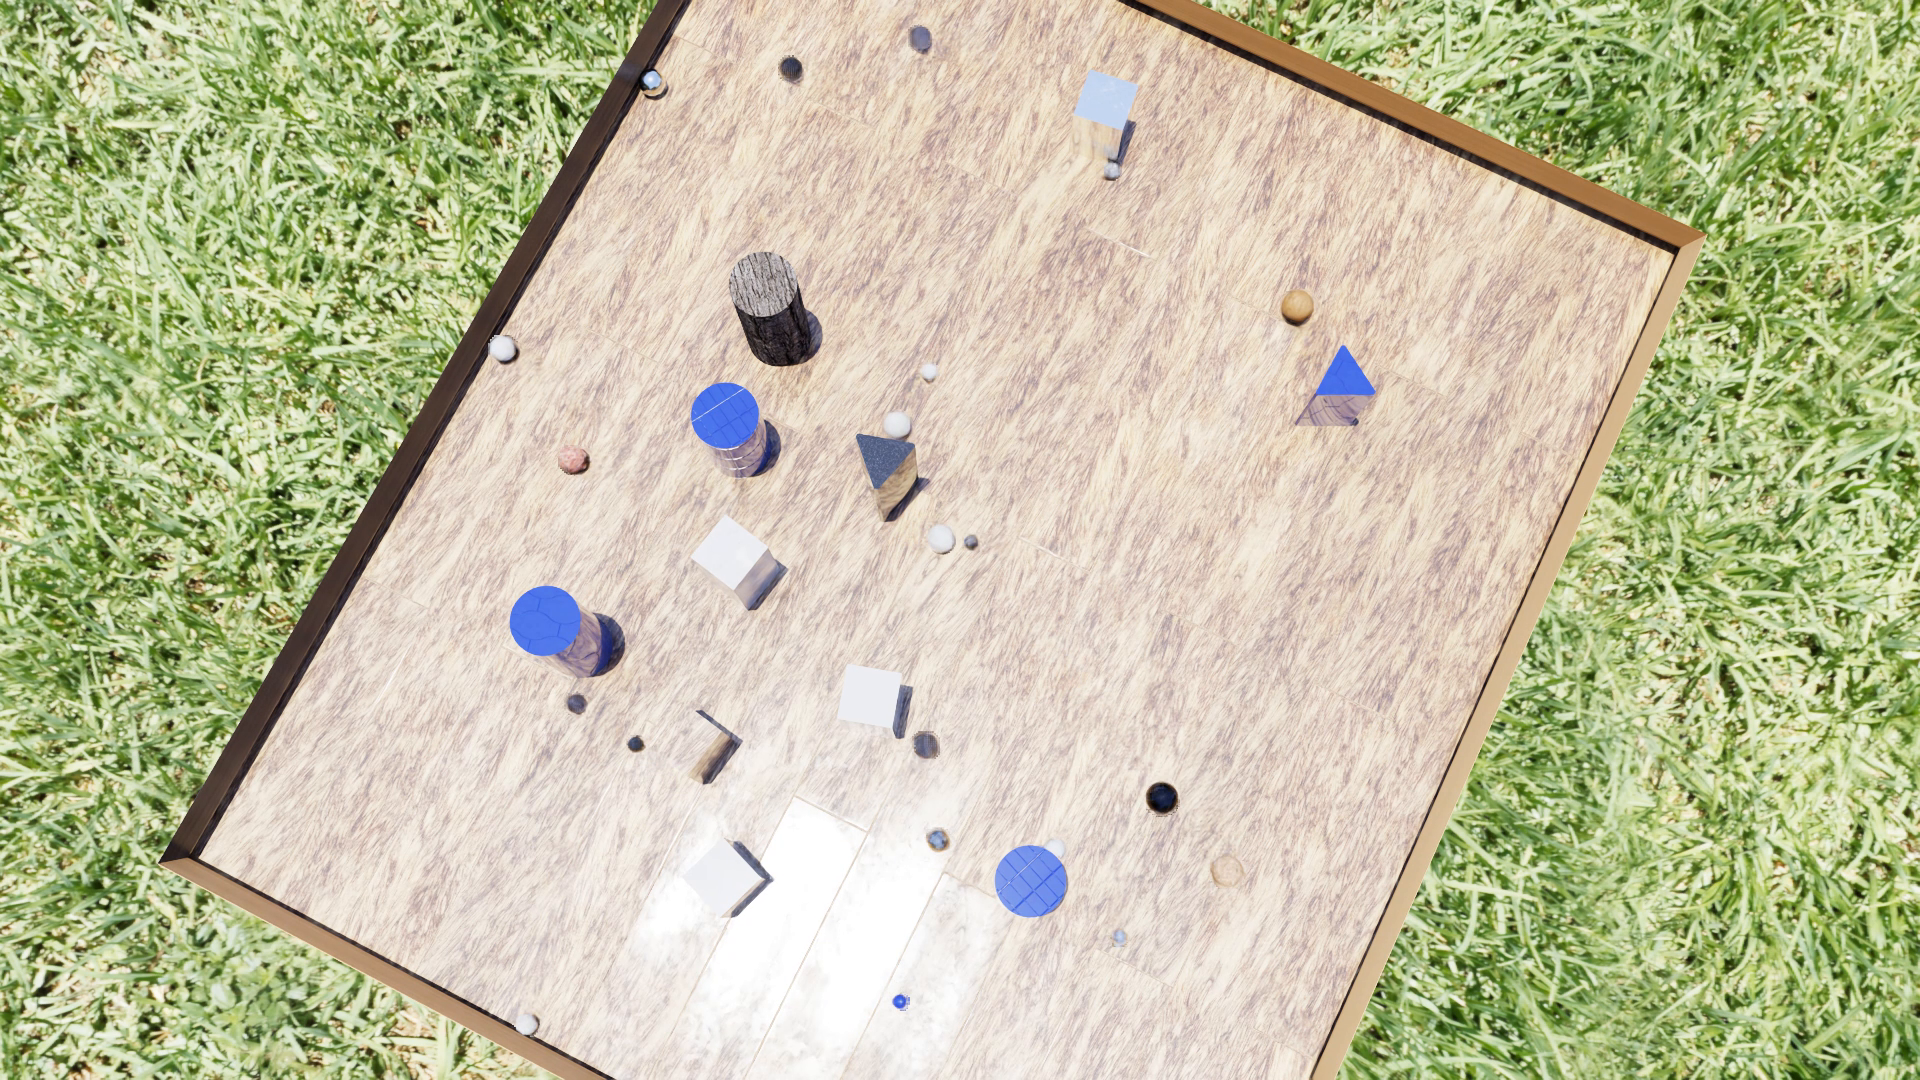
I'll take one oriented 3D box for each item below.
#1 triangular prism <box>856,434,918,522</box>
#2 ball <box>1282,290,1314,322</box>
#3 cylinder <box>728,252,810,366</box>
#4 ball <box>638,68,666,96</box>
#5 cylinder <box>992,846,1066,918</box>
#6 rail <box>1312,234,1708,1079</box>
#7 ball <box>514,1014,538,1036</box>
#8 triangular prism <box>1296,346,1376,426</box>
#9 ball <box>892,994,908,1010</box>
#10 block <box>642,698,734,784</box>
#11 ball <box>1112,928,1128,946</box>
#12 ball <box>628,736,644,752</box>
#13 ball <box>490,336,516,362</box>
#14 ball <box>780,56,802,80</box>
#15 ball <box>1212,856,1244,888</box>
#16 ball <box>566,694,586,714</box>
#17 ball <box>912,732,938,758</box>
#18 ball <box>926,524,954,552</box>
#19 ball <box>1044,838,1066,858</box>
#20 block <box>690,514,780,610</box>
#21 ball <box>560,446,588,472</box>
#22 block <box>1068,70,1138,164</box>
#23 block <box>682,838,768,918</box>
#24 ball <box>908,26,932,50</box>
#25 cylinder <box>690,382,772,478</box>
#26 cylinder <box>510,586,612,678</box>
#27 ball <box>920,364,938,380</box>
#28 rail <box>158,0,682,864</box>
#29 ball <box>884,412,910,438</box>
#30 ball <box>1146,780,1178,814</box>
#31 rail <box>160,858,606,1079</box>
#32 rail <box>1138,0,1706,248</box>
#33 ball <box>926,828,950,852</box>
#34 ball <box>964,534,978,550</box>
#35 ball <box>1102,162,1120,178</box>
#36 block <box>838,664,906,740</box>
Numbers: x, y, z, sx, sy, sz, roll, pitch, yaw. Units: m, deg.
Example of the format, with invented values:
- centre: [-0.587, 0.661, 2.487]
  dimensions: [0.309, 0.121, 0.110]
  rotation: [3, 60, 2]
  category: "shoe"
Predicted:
- centre: [-0.240, -0.210, 5.436]
  dimensions: [0.148, 0.440, 0.171]
  rotation: [40, 81, 8]
  category: "triangular prism"
- centre: [1.054, -0.730, 5.717]
  dimensions: [0.099, 0.099, 0.099]
  rotation: [0, 78, 0]
  category: "ball"
- centre: [-0.567, -0.687, 5.510]
  dimensions: [0.198, 0.487, 0.198]
  rotation: [0, 78, 0]
  category: "cylinder"
- centre: [-0.987, -1.468, 5.876]
  dimensions: [0.087, 0.087, 0.087]
  rotation: [0, 78, 0]
  category: "ball"
- centre: [0.195, 0.979, 5.240]
  dimensions: [0.198, 0.341, 0.198]
  rotation: [0, 78, 0]
  category: "cylinder"
- centre: [1.449, 0.716, 5.402]
  dimensions: [0.045, 0.129, 3.795]
  rotation: [26, 80, 5]
  category: "rail"
- centre: [-1.254, 1.401, 5.294]
  dimensions: [0.063, 0.063, 0.063]
  rotation: [0, 78, 0]
  category: "ball"
- centre: [1.126, -0.465, 5.535]
  dimensions: [0.171, 0.349, 0.148]
  rotation: [0, 78, 0]
  category: "triangular prism"
- centre: [-0.175, 1.339, 5.317]
  dimensions: [0.043, 0.043, 0.043]
  rotation: [0, 78, 0]
  category: "ball"
- centre: [-0.784, 0.589, 5.329]
  dimensions: [0.158, 0.325, 0.158]
  rotation: [36, 81, 7]
  category: "block"
- centre: [0.466, 1.159, 5.352]
  dimensions: [0.049, 0.049, 0.049]
  rotation: [0, 78, 0]
  category: "ball"
- centre: [-0.967, 0.610, 5.467]
  dimensions: [0.046, 0.046, 0.046]
  rotation: [0, 78, 0]
  category: "ball"
- centre: [-1.421, -0.595, 5.699]
  dimensions: [0.080, 0.080, 0.080]
  rotation: [0, 78, 0]
  category: "ball"
- centre: [-0.542, -1.515, 5.892]
  dimensions: [0.075, 0.075, 0.075]
  rotation: [0, 78, 0]
  category: "ball"
- centre: [0.784, 0.970, 5.368]
  dimensions: [0.094, 0.094, 0.094]
  rotation: [0, 78, 0]
  category: "ball"
- centre: [-1.150, 0.488, 5.485]
  dimensions: [0.060, 0.060, 0.060]
  rotation: [0, 78, 0]
  category: "ball"
- centre: [-0.102, 0.611, 5.451]
  dimensions: [0.077, 0.077, 0.077]
  rotation: [0, 78, 0]
  category: "ball"
- centre: [-0.059, -0.005, 5.574]
  dimensions: [0.085, 0.085, 0.085]
  rotation: [0, 78, 0]
  category: "ball"
- centre: [0.279, 0.909, 5.396]
  dimensions: [0.063, 0.063, 0.063]
  rotation: [0, 78, 0]
  category: "ball"
- centre: [-0.660, 0.071, 5.420]
  dimensions: [0.158, 0.357, 0.158]
  rotation: [37, 81, 7]
  category: "block"
- centre: [-1.186, -0.248, 5.626]
  dimensions: [0.083, 0.083, 0.083]
  rotation: [0, 78, 0]
  category: "ball"
- centre: [0.448, -1.321, 5.750]
  dimensions: [0.158, 0.274, 0.158]
  rotation: [19, 79, 4]
  category: "block"
- centre: [-0.673, 0.977, 5.288]
  dimensions: [0.158, 0.248, 0.158]
  rotation: [-44, 82, -8]
  category: "block"
- centre: [-0.127, -1.621, 5.914]
  dimensions: [0.076, 0.076, 0.076]
  rotation: [0, 78, 0]
  category: "ball"
- centre: [-0.681, -0.324, 5.494]
  dimensions: [0.198, 0.372, 0.198]
  rotation: [0, 78, 0]
  category: "cylinder"
- centre: [-1.150, 0.272, 5.314]
  dimensions: [0.198, 0.482, 0.198]
  rotation: [0, 78, 0]
  category: "cylinder"
- centre: [-0.096, -0.522, 5.698]
  dimensions: [0.051, 0.051, 0.051]
  rotation: [0, 78, 0]
  category: "ball"
- centre: [-1.449, -0.703, 5.695]
  dimensions: [0.045, 0.129, 3.795]
  rotation: [26, 80, 5]
  category: "rail"
- centre: [-0.194, -0.354, 5.647]
  dimensions: [0.085, 0.085, 0.085]
  rotation: [0, 78, 0]
  category: "ball"
- centre: [0.596, 0.761, 5.409]
  dimensions: [0.098, 0.098, 0.098]
  rotation: [0, 78, 0]
  category: "ball"
- centre: [-0.838, 1.648, 5.209]
  dimensions: [3.288, 0.129, 0.045]
  rotation: [26, 80, 5]
  category: "rail"
- centre: [0.838, -1.634, 5.888]
  dimensions: [3.288, 0.129, 0.045]
  rotation: [26, 80, 5]
  category: "rail"
- centre: [-0.064, 0.886, 5.398]
  dimensions: [0.069, 0.069, 0.069]
  rotation: [0, 78, 0]
  category: "ball"
- centre: [0.034, 0.006, 5.591]
  dimensions: [0.047, 0.047, 0.047]
  rotation: [0, 78, 0]
  category: "ball"
- centre: [0.481, -1.178, 5.833]
  dimensions: [0.053, 0.053, 0.053]
  rotation: [0, 78, 0]
  category: "ball"
- centre: [-0.257, 0.475, 5.353]
  dimensions: [0.158, 0.323, 0.158]
  rotation: [10, 78, 2]
  category: "block"
